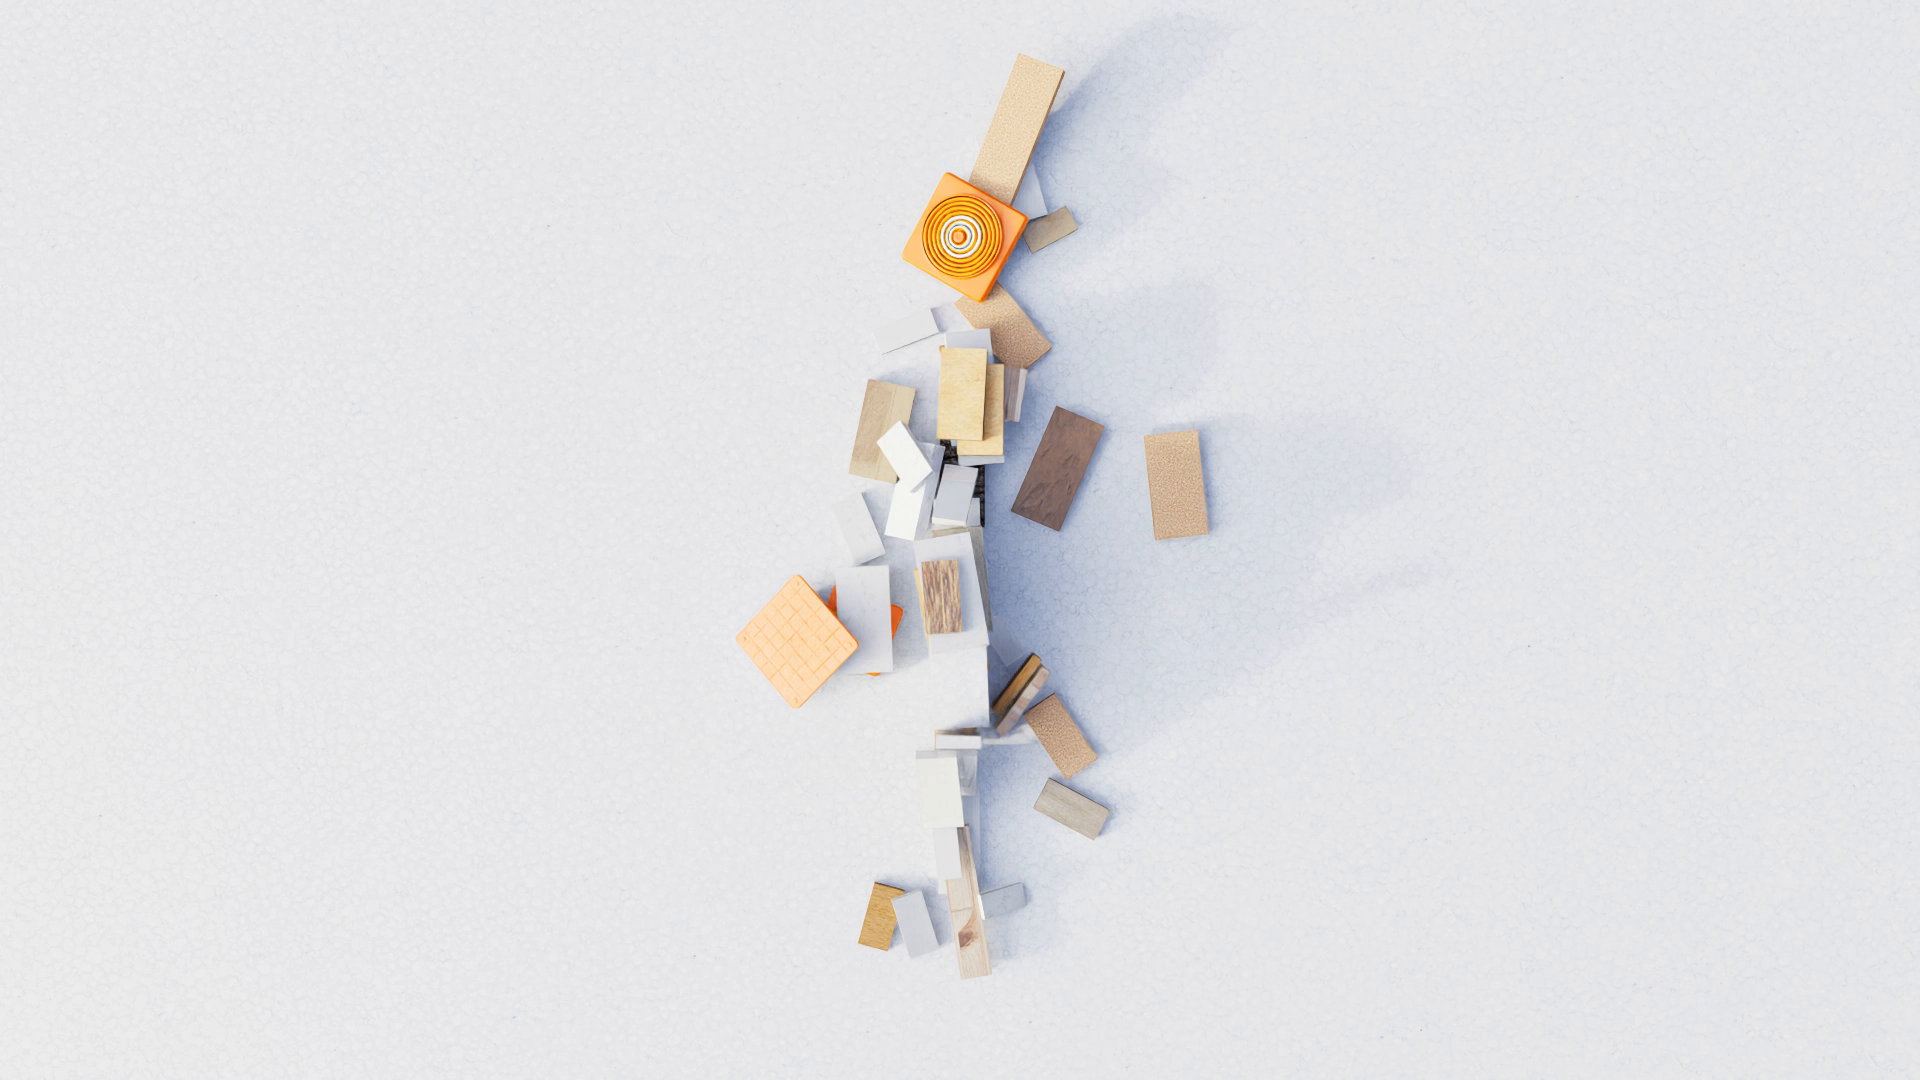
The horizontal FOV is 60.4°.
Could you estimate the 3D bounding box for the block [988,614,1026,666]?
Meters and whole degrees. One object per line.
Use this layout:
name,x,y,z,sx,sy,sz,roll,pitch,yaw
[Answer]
block,0.143,0.332,5.489,0.080,0.023,0.159,-34,90,0

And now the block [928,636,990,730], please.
block,-0.004,0.410,5.233,0.179,0.051,0.371,-3,97,0

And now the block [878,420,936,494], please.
block,-0.173,-0.271,5.378,0.109,0.031,0.219,-42,64,20

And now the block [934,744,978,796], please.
block,-0.016,0.746,5.339,0.137,0.274,0.039,1,55,0

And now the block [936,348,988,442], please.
block,0.008,-0.470,5.321,0.147,0.042,0.293,3,89,6

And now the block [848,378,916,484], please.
block,-0.258,-0.360,5.477,0.161,0.046,0.321,12,90,0

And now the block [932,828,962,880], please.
block,-0.047,0.977,5.413,0.080,0.023,0.268,-7,74,2

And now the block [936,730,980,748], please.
block,-0.006,0.628,5.209,0.137,0.274,0.039,1,88,-1

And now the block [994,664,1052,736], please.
block,0.206,0.527,5.435,0.037,0.130,0.259,37,90,-1

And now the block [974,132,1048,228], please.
block,0.170,-1.209,5.477,0.159,0.045,0.318,-16,90,0

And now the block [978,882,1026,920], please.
block,0.139,1.193,5.454,0.159,0.023,0.080,-11,90,-27

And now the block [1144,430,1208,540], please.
block,0.717,-0.182,5.475,0.174,0.049,0.348,-6,90,0

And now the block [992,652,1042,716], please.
block,0.186,0.474,5.443,0.032,0.114,0.228,37,90,1

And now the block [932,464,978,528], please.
block,-0.015,-0.144,5.328,0.109,0.031,0.219,8,55,7

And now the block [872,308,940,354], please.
block,-0.181,-0.694,5.488,0.206,0.025,0.087,-21,90,0

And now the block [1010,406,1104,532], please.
block,0.323,-0.236,5.475,0.174,0.049,0.380,23,90,0

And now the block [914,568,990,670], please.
block,-0.026,0.252,5.265,0.179,0.051,0.357,-10,97,1

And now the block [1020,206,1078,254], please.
block,0.296,-1.032,5.488,0.174,0.025,0.087,-28,90,0

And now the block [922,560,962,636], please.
block,-0.056,0.179,5.128,0.114,0.032,0.228,-4,79,0

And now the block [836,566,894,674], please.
block,-0.314,0.261,5.426,0.174,0.049,0.348,-3,91,-1

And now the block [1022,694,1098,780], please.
block,0.333,0.652,5.482,0.130,0.037,0.259,-34,90,0

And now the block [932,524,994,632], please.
block,0.008,0.131,5.299,0.161,0.046,0.341,-6,97,0

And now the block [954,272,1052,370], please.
block,0.143,-0.711,5.477,0.159,0.045,0.318,-40,90,0

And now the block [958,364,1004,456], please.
block,0.069,-0.422,5.355,0.147,0.042,0.293,1,89,6

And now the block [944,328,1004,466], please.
block,0.046,-0.466,5.411,0.147,0.042,0.440,-6,90,-7

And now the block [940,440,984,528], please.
block,0.007,-0.190,5.439,0.149,0.042,0.297,0,74,-1

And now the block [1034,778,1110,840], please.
block,0.371,0.894,5.484,0.228,0.032,0.114,28,90,0

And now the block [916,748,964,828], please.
block,-0.063,0.800,5.294,0.130,0.037,0.337,-3,131,3

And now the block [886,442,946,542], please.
block,-0.149,-0.161,5.423,0.046,0.161,0.321,12,90,-39

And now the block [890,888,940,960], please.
block,-0.149,1.272,5.467,0.103,0.029,0.207,-18,96,-9

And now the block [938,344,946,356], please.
block,-0.007,-0.573,5.462,0.084,0.024,0.168,-15,76,-7

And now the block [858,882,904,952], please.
block,-0.262,1.252,5.485,0.103,0.029,0.207,15,90,0

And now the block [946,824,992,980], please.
block,0.016,1.194,5.447,0.104,0.029,0.498,-9,90,0

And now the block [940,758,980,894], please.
block,-0.003,0.949,5.481,0.137,0.039,0.443,-1,90,0

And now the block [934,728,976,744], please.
block,-0.014,0.592,5.367,0.134,0.038,0.268,2,87,0

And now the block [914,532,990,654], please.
block,-0.027,0.167,5.172,0.179,0.051,0.357,-10,79,-1

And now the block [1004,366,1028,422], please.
block,0.163,-0.477,5.393,0.087,0.025,0.174,10,88,-7

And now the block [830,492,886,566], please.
block,-0.337,-0.036,5.485,0.109,0.031,0.219,-23,90,0

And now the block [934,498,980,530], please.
block,-0.007,0.015,5.353,0.148,0.042,0.297,-2,87,0

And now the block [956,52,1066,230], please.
block,0.166,-1.304,5.410,0.159,0.045,0.548,23,98,10

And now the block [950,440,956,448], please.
block,-0.004,-0.392,5.462,0.084,0.024,0.168,-12,74,-4
